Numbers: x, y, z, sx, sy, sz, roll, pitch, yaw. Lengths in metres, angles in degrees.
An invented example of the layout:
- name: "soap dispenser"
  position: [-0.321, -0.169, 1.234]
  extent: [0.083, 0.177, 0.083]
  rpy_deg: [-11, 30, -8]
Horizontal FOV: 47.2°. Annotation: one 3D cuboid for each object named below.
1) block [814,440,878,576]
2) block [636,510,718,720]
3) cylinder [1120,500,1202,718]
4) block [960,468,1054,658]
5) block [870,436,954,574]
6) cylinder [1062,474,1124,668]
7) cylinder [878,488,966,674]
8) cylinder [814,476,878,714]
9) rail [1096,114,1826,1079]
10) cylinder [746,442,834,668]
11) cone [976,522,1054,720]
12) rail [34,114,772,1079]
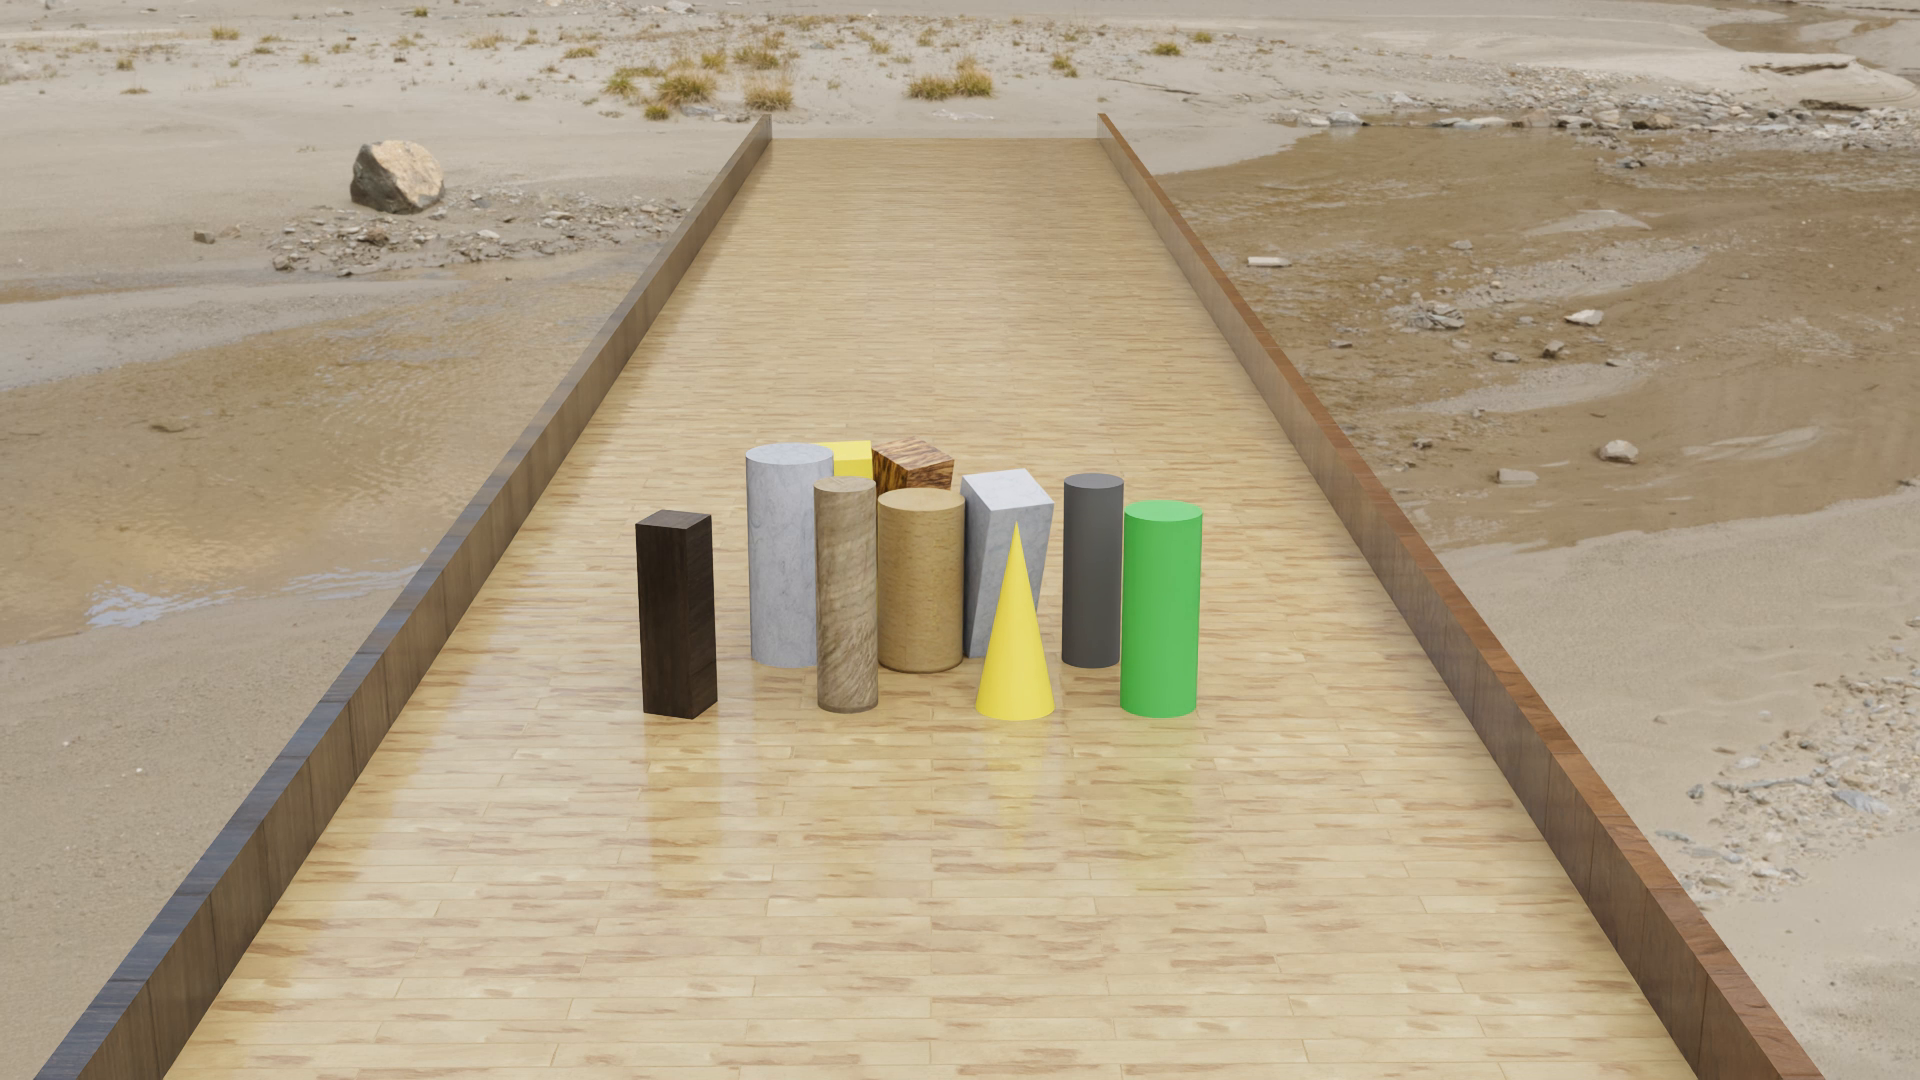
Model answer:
- name: "block"
  position: [-0.259, -0.015, 4.647]
  extent: [0.157, 0.355, 0.157]
  rpy_deg: [-3, 17, -3]
- name: "block"
  position: [-0.529, 0.139, 4.111]
  extent: [0.104, 0.370, 0.104]
  rpy_deg: [6, 18, 19]
- name: "cylinder"
  position: [0.376, 0.129, 4.122]
  extent: [0.145, 0.383, 0.145]
  rpy_deg: [0, 17, 0]
- name: "block"
  position: [0.074, 0.047, 4.413]
  extent: [0.138, 0.347, 0.138]
  rpy_deg: [-7, 34, -24]
- name: "block"
  position: [-0.123, -0.045, 4.778]
  extent: [0.131, 0.319, 0.131]
  rpy_deg: [-16, 35, -39]
- name: "cylinder"
  position: [0.263, 0.061, 4.372]
  extent: [0.118, 0.370, 0.118]
  rpy_deg: [0, 17, 0]
- name: "cylinder"
  position: [-0.078, 0.079, 4.372]
  extent: [0.172, 0.333, 0.172]
  rpy_deg: [1, 16, 0]
- name: "cylinder"
  position: [-0.213, 0.103, 4.123]
  extent: [0.116, 0.432, 0.116]
  rpy_deg: [0, 17, 0]
- name: "rail"
  position: [0.932, -0.844, 7.801]
  extent: [0.050, 0.150, 12.000]
  rpy_deg: [0, 17, -1]
- name: "cylinder"
  position: [-0.336, 0.029, 4.395]
  extent: [0.173, 0.418, 0.173]
  rpy_deg: [0, 17, 0]
- name: "cone"
  position: [0.104, 0.139, 4.116]
  extent: [0.151, 0.367, 0.151]
  rpy_deg: [0, 17, 0]
- name: "rail"
  position: [-1.118, -0.838, 7.780]
  extent: [0.050, 0.150, 12.000]
  rpy_deg: [0, 17, -1]
